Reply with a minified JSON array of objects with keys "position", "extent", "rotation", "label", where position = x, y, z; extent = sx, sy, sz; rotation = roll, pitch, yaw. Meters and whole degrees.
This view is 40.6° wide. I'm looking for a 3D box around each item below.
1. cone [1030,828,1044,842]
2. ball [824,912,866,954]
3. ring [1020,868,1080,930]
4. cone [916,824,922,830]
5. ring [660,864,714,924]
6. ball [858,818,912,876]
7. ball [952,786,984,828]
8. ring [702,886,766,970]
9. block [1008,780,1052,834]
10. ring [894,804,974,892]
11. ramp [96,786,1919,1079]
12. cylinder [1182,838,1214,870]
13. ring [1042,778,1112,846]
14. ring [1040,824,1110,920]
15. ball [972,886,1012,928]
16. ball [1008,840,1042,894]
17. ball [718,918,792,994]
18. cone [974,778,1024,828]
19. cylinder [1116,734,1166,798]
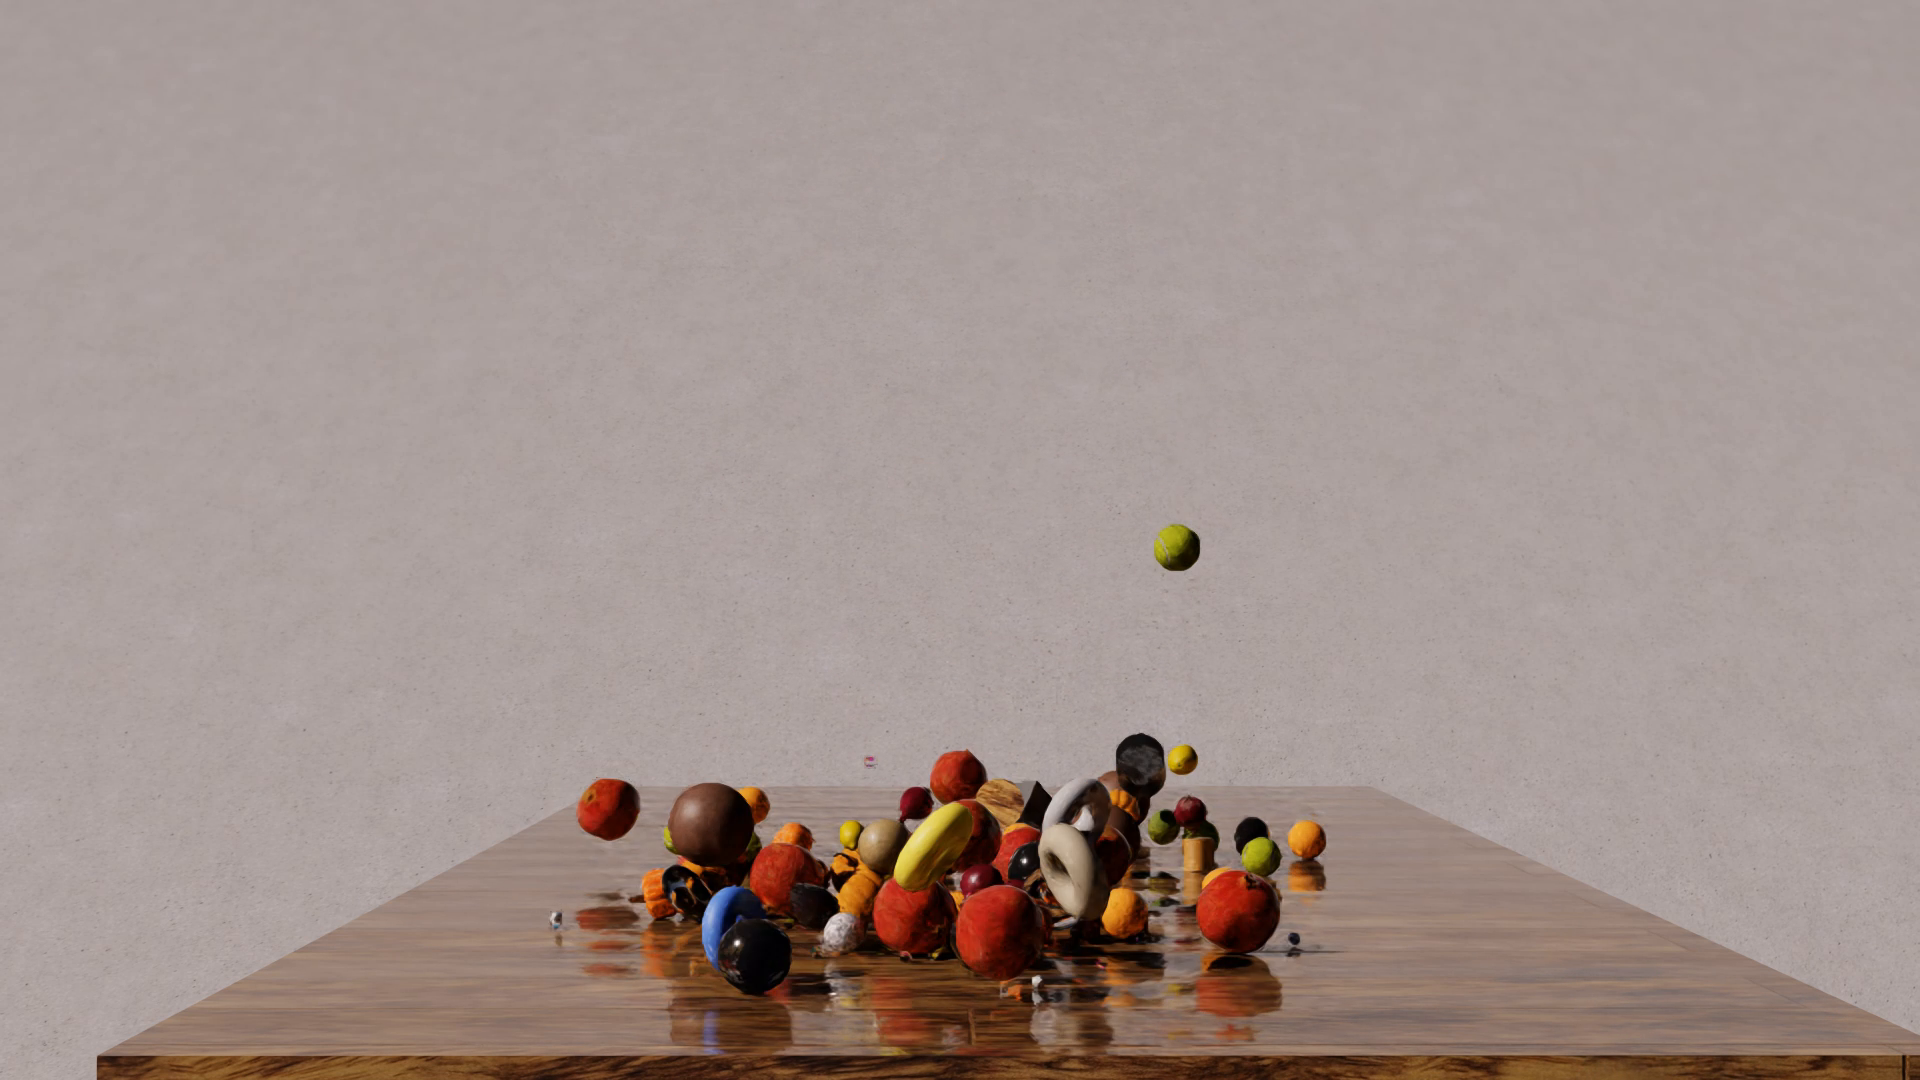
[{"position":[0.165,0.586,4.894],"extent":[0.067,0.067,0.067],"rotation":[0,22,-1],"label":"cone"},{"position":[-0.159,0.542,3.575],"extent":[0.057,0.057,0.057],"rotation":[0,34,0],"label":"ball"},{"position":[0.138,0.509,3.699],"extent":[0.108,0.036,0.108],"rotation":[-8,46,8],"label":"ring"},{"position":[-0.069,0.561,4.644],"extent":[0.090,0.090,0.090],"rotation":[18,21,25],"label":"cone"},{"position":[-0.410,0.535,3.922],"extent":[0.035,0.105,0.105],"rotation":[-43,35,11],"label":"ring"},{"position":[-0.110,0.456,3.861],"extent":[0.084,0.084,0.084],"rotation":[0,34,0],"label":"ball"},{"position":[0.027,0.571,5.539],"extent":[0.088,0.088,0.088],"rotation":[0,34,0],"label":"ball"},{"position":[-0.287,0.500,3.312],"extent":[0.039,0.116,0.116],"rotation":[-8,27,31],"label":"ring"},{"position":[0.136,0.554,5.365],"extent":[0.076,0.076,0.076],"rotation":[-9,42,40],"label":"block"},{"position":[-0.034,0.410,3.454],"extent":[0.046,0.138,0.138],"rotation":[38,46,17],"label":"ring"},{"position":[0.074,0.648,4.778],"extent":[2.000,0.100,4.000],"rotation":[0,-1,0],"label":"ramp"},{"position":[0.431,0.567,4.690],"extent":[0.055,0.055,0.055],"rotation":[-1,-3,0],"label":"cylinder"},{"position":[0.182,0.429,4.025],"extent":[0.131,0.131,0.044],"rotation":[-26,38,-33],"label":"ring"},{"position":[0.150,0.438,3.420],"extent":[0.045,0.136,0.136],"rotation":[-22,39,-21],"label":"ring"},{"position":[0.048,0.542,3.833],"extent":[0.059,0.059,0.059],"rotation":[0,34,0],"label":"ball"},{"position":[0.125,0.533,4.179],"extent":[0.096,0.096,0.096],"rotation":[0,34,0],"label":"ball"},{"position":[-0.255,0.516,3.222],"extent":[0.093,0.093,0.093],"rotation":[0,34,0],"label":"ball"},{"position":[0.080,0.480,4.712],"extent":[0.090,0.090,0.090],"rotation":[9,-5,13],"label":"cone"},{"position":[0.337,0.421,4.837],"extent":[0.091,0.091,0.091],"rotation":[-3,62,5],"label":"cylinder"}]
